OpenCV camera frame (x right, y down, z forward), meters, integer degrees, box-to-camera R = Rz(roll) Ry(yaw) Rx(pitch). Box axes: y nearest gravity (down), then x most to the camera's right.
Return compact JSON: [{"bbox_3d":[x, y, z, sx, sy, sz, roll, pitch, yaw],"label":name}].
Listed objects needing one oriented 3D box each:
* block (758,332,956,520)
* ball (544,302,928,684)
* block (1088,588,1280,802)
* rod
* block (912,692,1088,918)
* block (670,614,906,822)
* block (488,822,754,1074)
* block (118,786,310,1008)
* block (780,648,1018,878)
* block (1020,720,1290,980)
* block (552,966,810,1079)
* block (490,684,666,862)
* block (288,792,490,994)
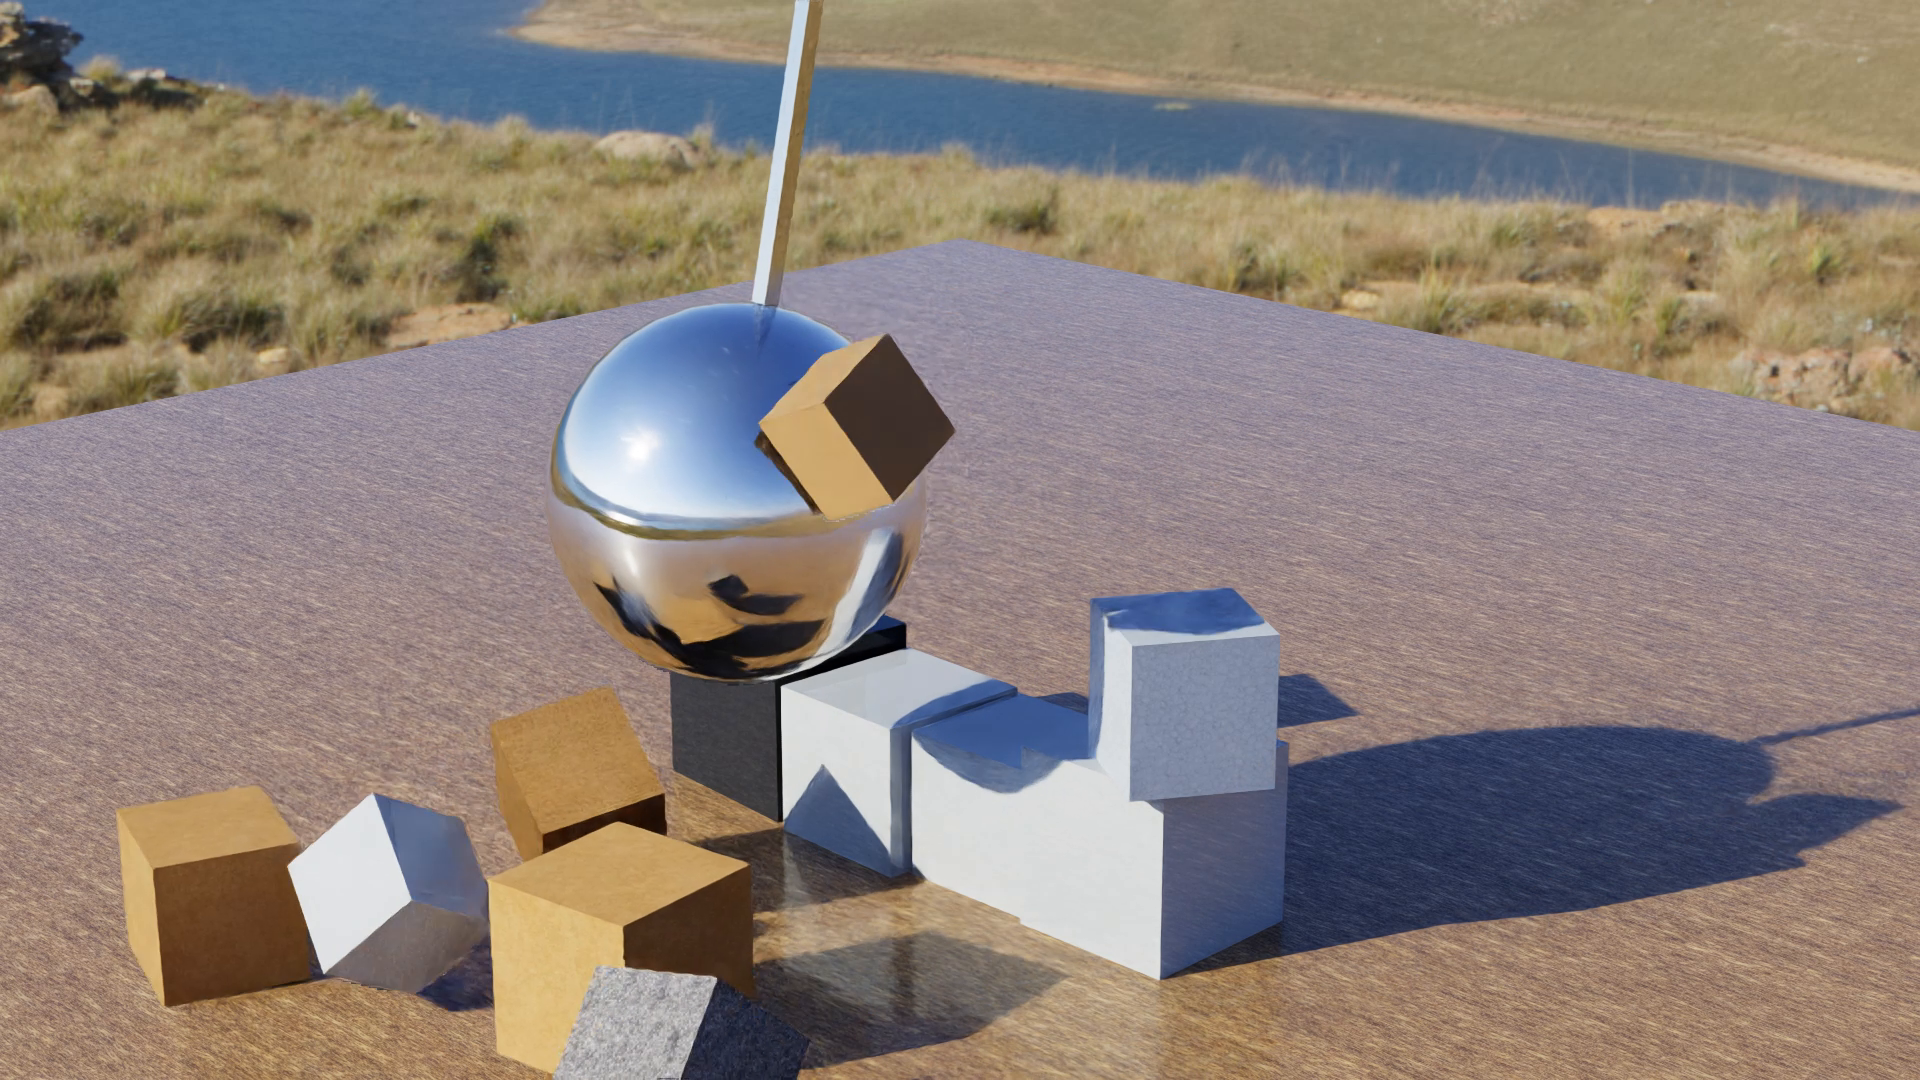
[{"bbox_3d":[-0.400,-0.442,11.472,0.399,0.487,0.469,-15,27,47],"label":"block"},{"bbox_3d":[-0.934,-0.200,12.300,1.600,1.600,1.600,0,17,0],"label":"ball"},{"bbox_3d":[0.934,0.643,12.350,0.632,0.682,0.628,-4,18,-13],"label":"block"},{"bbox_3d":[-0.405,-3.522,11.810,0.080,5.200,0.080,17,11,42],"label":"rod"},{"bbox_3d":[0.284,1.199,13.356,0.720,0.705,0.701,16,24,42],"label":"block"},{"bbox_3d":[-0.850,0.778,14.479,0.795,0.833,0.880,-14,22,-38],"label":"block"},{"bbox_3d":[-1.348,1.677,11.745,0.729,0.757,0.739,13,22,35],"label":"block"},{"bbox_3d":[-3.185,1.507,12.502,0.611,0.628,0.703,-9,19,-25],"label":"block"},{"bbox_3d":[-0.285,1.033,13.842,0.801,0.728,0.768,-16,23,-41],"label":"block"},{"bbox_3d":[0.847,1.288,12.841,0.810,0.843,0.834,16,24,42],"label":"block"},{"bbox_3d":[-1.029,1.945,10.603,0.614,0.591,0.558,-2,-32,39],"label":"block"},{"bbox_3d":[-1.689,1.162,13.040,0.563,0.635,0.653,-18,52,-19],"label":"block"},{"bbox_3d":[-2.345,1.469,12.143,0.532,0.523,0.544,27,29,-52],"label":"block"}]
